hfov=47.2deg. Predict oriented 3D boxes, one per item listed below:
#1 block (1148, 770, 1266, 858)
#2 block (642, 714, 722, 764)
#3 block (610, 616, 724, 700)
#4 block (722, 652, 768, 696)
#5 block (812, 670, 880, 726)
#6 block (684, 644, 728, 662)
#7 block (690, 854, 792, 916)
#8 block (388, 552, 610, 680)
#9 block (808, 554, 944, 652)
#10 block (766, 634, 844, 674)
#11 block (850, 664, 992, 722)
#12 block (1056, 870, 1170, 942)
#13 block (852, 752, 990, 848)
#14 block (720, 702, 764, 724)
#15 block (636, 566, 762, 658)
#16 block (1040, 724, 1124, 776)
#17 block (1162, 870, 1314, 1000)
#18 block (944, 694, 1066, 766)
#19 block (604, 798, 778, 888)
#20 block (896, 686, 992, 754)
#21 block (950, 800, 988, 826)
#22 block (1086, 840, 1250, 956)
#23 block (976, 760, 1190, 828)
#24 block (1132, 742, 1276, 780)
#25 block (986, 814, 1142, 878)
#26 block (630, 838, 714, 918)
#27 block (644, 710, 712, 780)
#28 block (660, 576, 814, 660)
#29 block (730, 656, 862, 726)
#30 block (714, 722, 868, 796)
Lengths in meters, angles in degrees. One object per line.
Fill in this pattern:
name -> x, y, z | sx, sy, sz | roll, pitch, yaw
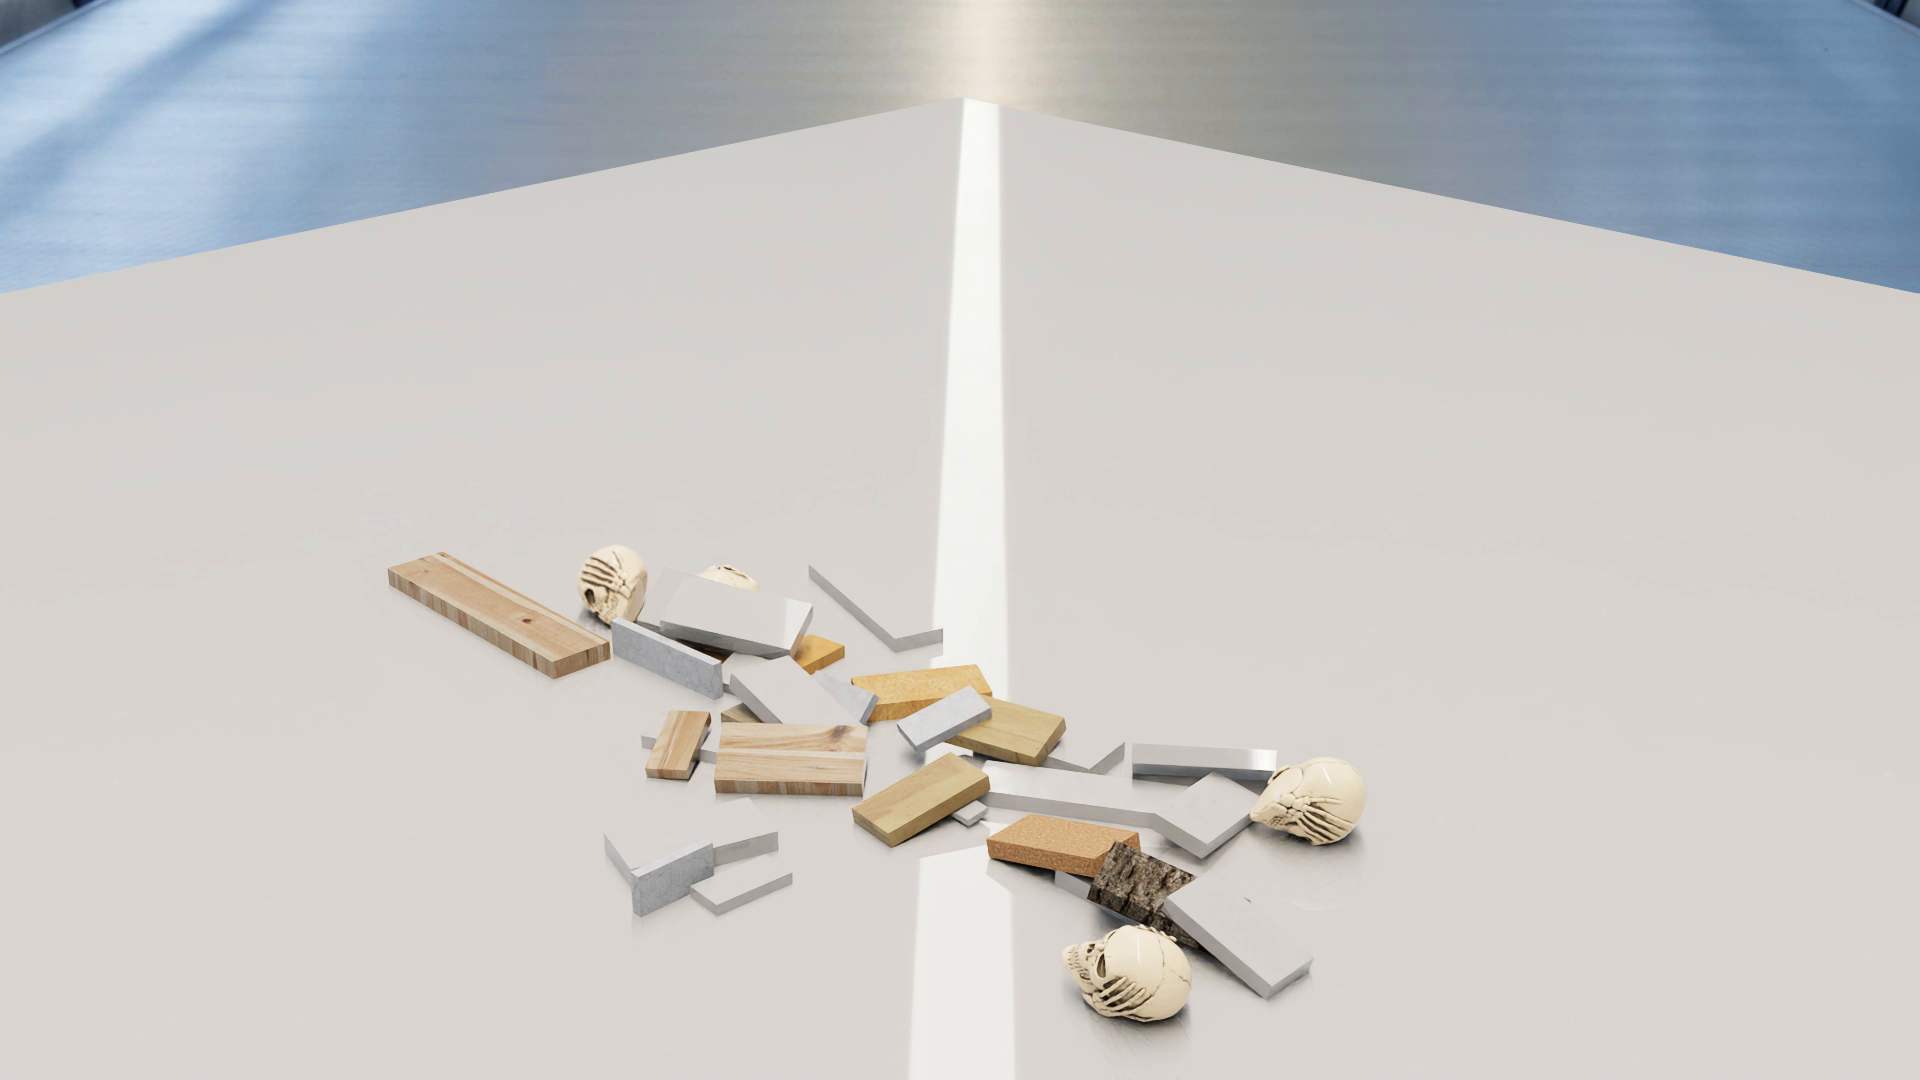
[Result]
block -> 0.493, 0.543, 4.370 | 0.126, 0.036, 0.252 | 29, 29, 26
block -> -0.565, 0.429, 4.712 | 0.209, 0.030, 0.104 | 10, 25, 22
block -> -0.670, 0.269, 5.015 | 0.351, 0.088, 0.025 | 19, 30, 38
block -> -0.451, 0.314, 4.941 | 0.209, 0.030, 0.104 | 14, 44, 32
block -> -0.267, 0.354, 4.824 | 0.175, 0.088, 0.025 | 19, -15, 37
block -> -0.603, 0.282, 5.065 | 0.175, 0.025, 0.088 | 12, 26, 27
block -> -0.416, 0.656, 4.183 | 0.175, 0.025, 0.088 | -19, 29, -37
block -> -1.119, 0.173, 5.296 | 0.157, 0.044, 0.728 | -20, 30, -39
block -> -0.210, 0.150, 5.360 | 0.127, 0.036, 0.492 | -12, 26, -25
block -> -0.374, 0.278, 5.067 | 0.104, 0.030, 0.209 | 17, 28, 35
block -> -0.086, 0.341, 4.905 | 0.291, 0.041, 0.145 | -5, 24, -12
block -> 0.326, 0.662, 4.152 | 0.136, 0.039, 0.273 | -21, 30, -40
block -> -0.078, 0.521, 4.429 | 0.254, 0.036, 0.127 | -27, 34, -29
block -> -0.426, 0.400, 4.785 | 0.182, 0.026, 0.091 | 20, 30, 39
block -> -0.576, 0.177, 5.129 | 0.314, 0.044, 0.157 | 16, 58, 13
block -> 0.188, 0.437, 4.678 | 0.291, 0.041, 0.145 | 15, 27, 31
block -> 0.499, 0.707, 3.951 | 0.126, 0.036, 0.252 | -22, 50, -41
block -> 0.083, 0.399, 4.657 | 0.254, 0.036, 0.127 | 13, 45, 30
block -> -0.527, 0.591, 4.312 | 0.304, 0.043, 0.152 | -12, 26, -25
block -> -0.033, 0.381, 4.664 | 0.182, 0.026, 0.091 | -26, 40, -16
block -> 0.000, 0.536, 4.440 | 0.054, 0.015, 0.109 | -30, 39, -32
block -> 0.384, 0.660, 4.037 | 0.273, 0.039, 0.136 | 23, 36, 11
block -> 0.252, 0.522, 4.485 | 0.439, 0.036, 0.126 | 6, 24, 14
block -> 0.501, 0.457, 4.529 | 0.291, 0.041, 0.145 | 2, -14, 6
block -> 0.198, 0.588, 4.245 | 0.273, 0.039, 0.136 | 4, 18, 43
block -> -0.541, 0.636, 4.149 | 0.175, 0.088, 0.025 | -21, 31, -40
block -> -0.594, 0.431, 4.646 | 0.091, 0.026, 0.182 | 1, 38, 12
block -> -0.512, 0.181, 5.046 | 0.314, 0.044, 0.157 | 12, 43, 11
block -> -0.352, 0.365, 4.762 | 0.152, 0.043, 0.304 | -15, 39, -36
block -> -0.349, 0.455, 4.564 | 0.304, 0.043, 0.152 | 1, 46, 3
